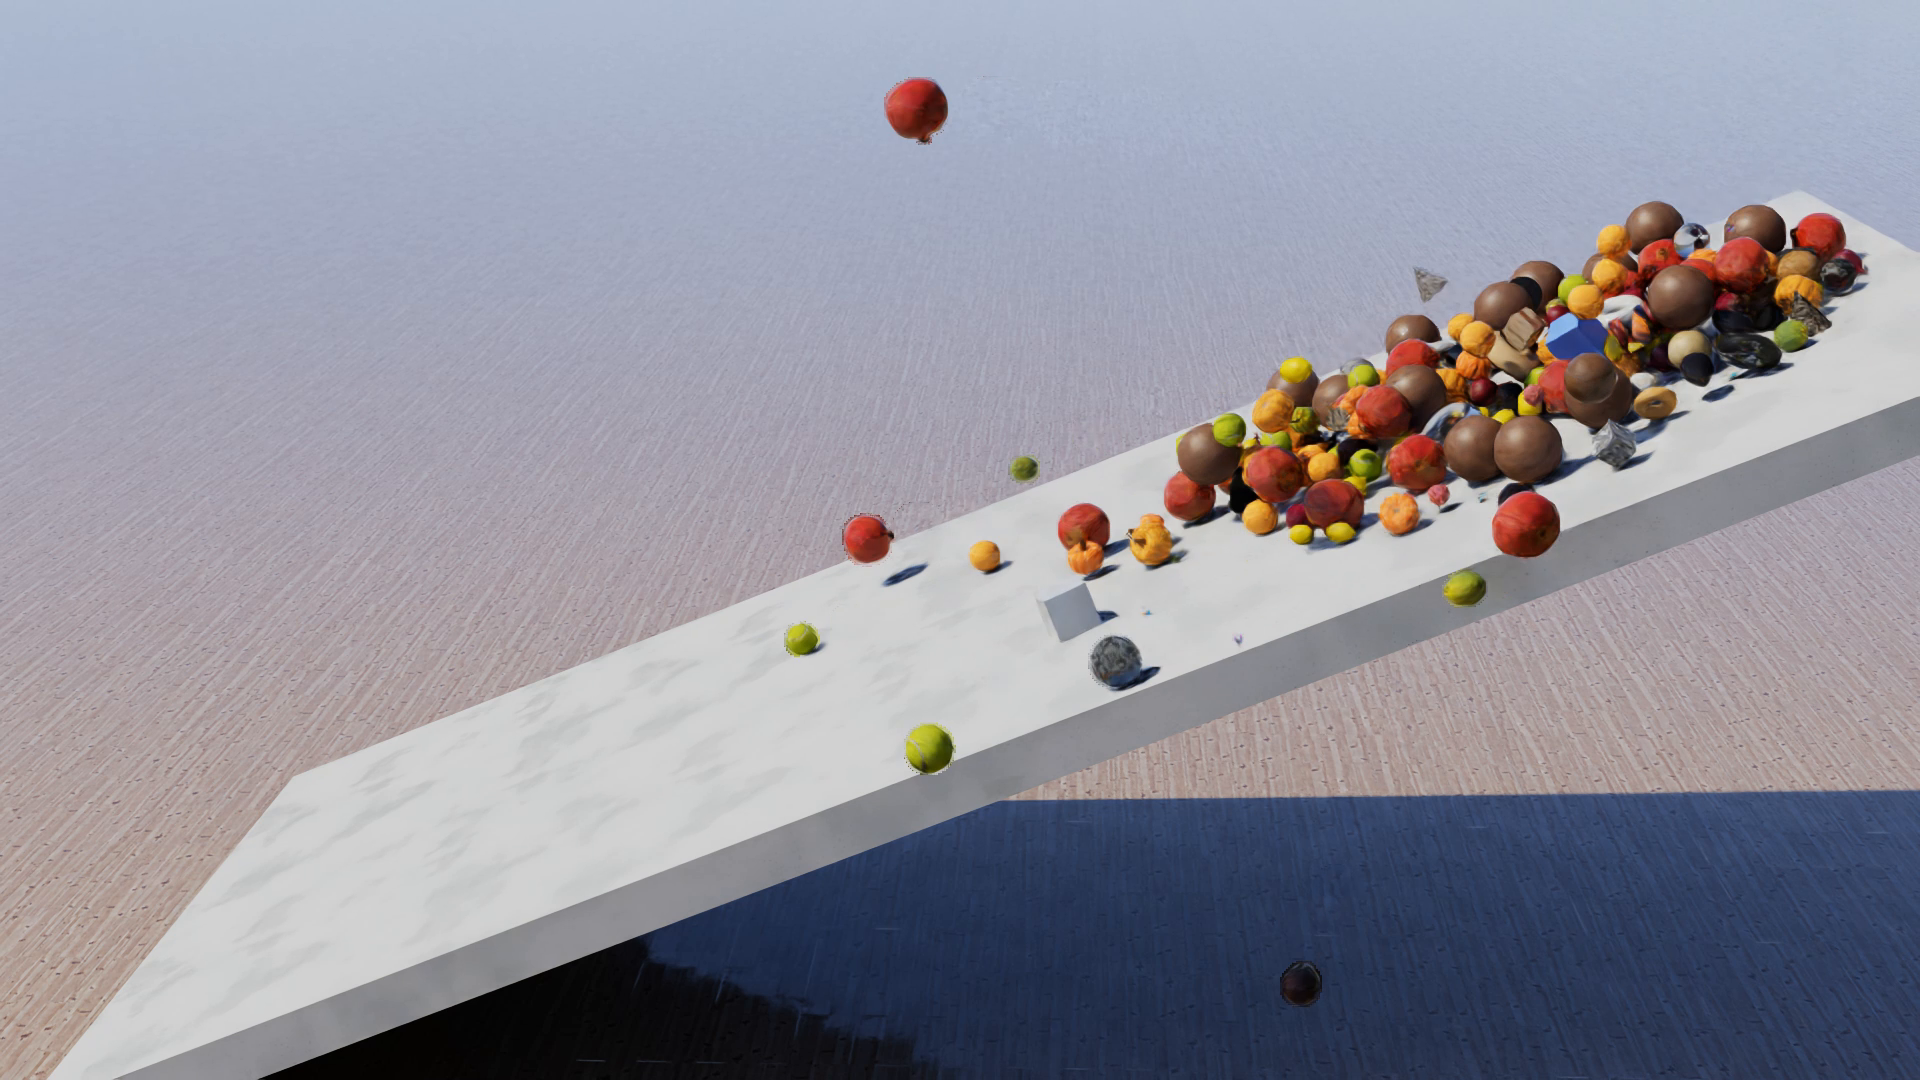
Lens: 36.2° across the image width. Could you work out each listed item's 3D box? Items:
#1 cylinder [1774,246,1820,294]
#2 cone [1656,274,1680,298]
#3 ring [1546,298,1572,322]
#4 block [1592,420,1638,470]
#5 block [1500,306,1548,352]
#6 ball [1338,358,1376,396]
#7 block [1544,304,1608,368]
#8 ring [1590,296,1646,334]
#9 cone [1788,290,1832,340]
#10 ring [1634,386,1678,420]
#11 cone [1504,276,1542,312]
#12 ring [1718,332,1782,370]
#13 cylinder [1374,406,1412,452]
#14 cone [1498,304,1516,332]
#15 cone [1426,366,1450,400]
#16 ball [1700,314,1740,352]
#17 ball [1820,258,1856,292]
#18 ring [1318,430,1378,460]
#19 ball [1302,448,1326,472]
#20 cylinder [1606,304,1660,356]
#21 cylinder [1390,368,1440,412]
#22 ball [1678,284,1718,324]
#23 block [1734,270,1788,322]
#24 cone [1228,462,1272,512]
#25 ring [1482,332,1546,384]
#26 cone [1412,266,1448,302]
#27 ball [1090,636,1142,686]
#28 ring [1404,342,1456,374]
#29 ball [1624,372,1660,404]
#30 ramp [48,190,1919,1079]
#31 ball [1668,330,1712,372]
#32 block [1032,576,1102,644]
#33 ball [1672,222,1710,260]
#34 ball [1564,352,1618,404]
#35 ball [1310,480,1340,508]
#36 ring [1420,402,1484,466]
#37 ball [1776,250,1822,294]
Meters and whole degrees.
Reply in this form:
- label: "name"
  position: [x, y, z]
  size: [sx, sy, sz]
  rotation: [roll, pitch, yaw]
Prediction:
- label: "cylinder"
  position: [1.726, -0.556, 6.063]
  size: [0.080, 0.080, 0.080]
  rotation: [-12, 13, 3]
- label: "cone"
  position: [1.567, -0.542, 6.449]
  size: [0.058, 0.058, 0.058]
  rotation: [-6, 32, -24]
- label: "ring"
  position: [1.306, -0.456, 6.294]
  size: [0.047, 0.141, 0.141]
  rotation: [-38, 4, 17]
- label: "block"
  position: [1.197, -0.175, 5.380]
  size: [0.054, 0.054, 0.054]
  rotation: [24, 37, -16]
- label: "block"
  position: [1.165, -0.435, 6.077]
  size: [0.057, 0.057, 0.057]
  rotation: [-30, 65, -38]
- label: "ball"
  position: [0.915, -0.376, 6.768]
  size: [0.088, 0.088, 0.088]
  rotation: [0, 14, 0]
- label: "block"
  position: [1.240, -0.405, 5.915]
  size: [0.082, 0.082, 0.082]
  rotation: [-32, 21, 38]
- label: "ring"
  position: [1.343, -0.461, 6.024]
  size: [0.127, 0.042, 0.127]
  rotation: [-20, 21, 8]
- label: "cone"
  position: [1.648, -0.449, 5.753]
  size: [0.090, 0.090, 0.090]
  rotation: [-22, 12, 5]
- label: "ring"
  position: [1.316, -0.259, 5.564]
  size: [0.081, 0.081, 0.027]
  rotation: [0, 50, -1]
- label: "cone"
  position: [1.217, -0.525, 6.356]
  size: [0.082, 0.082, 0.082]
  rotation: [3, 0, 11]
- label: "ring"
  position: [1.504, -0.359, 5.605]
  size: [0.122, 0.041, 0.122]
  rotation: [16, -14, 4]
- label: "cylinder"
  position: [0.910, -0.234, 6.184]
  size: [0.068, 0.068, 0.068]
  rotation: [5, 36, 21]
- label: "cone"
  position: [1.301, -0.505, 6.731]
  size: [0.100, 0.100, 0.100]
  rotation: [24, 26, 36]
- label: "cone"
  position: [1.044, -0.335, 6.435]
  size: [0.068, 0.068, 0.068]
  rotation: [-8, -21, -3]
- label: "ball"
  position: [1.518, -0.415, 5.876]
  size: [0.075, 0.075, 0.075]
  rotation: [0, 14, 0]
- label: "ball"
  position: [1.767, -0.533, 5.921]
  size: [0.070, 0.070, 0.070]
  rotation: [0, 14, 0]
- label: "ring"
  position: [0.815, -0.200, 6.181]
  size: [0.124, 0.041, 0.124]
  rotation: [10, -9, 2]
- label: "ball"
  position: [0.756, -0.172, 6.268]
  size: [0.051, 0.051, 0.051]
  rotation: [0, 14, 0]
- label: "cylinder"
  position: [1.328, -0.415, 5.799]
  size: [0.076, 0.076, 0.076]
  rotation: [-30, -2, -1]
- label: "cylinder"
  position: [0.991, -0.323, 6.398]
  size: [0.082, 0.082, 0.082]
  rotation: [-15, 5, 31]
- label: "ball"
  position: [1.529, -0.487, 6.093]
  size: [0.082, 0.082, 0.082]
  rotation: [0, 14, 0]
- label: "block"
  position: [1.626, -0.496, 5.977]
  size: [0.068, 0.068, 0.068]
  rotation: [-30, 24, -1]
- label: "cone"
  position: [0.591, -0.126, 6.168]
  size: [0.098, 0.098, 0.098]
  rotation: [-21, 33, 14]
- label: "ring"
  position: [1.150, -0.378, 6.107]
  size: [0.149, 0.050, 0.149]
  rotation: [30, 21, -13]
- label: "cone"
  position: [1.080, -0.608, 6.847]
  size: [0.079, 0.079, 0.079]
  rotation: [-43, 9, 8]
- label: "ball"
  position: [0.283, 0.220, 5.338]
  size: [0.093, 0.093, 0.093]
  rotation: [0, 14, 0]
- label: "ring"
  position: [1.063, -0.408, 6.632]
  size: [0.131, 0.044, 0.131]
  rotation: [-13, -18, -4]
- label: "ball"
  position: [1.326, -0.293, 5.717]
  size: [0.067, 0.067, 0.067]
  rotation: [0, 14, 0]
- label: "ramp"
  position: [0.125, 0.173, 6.289]
  size: [4.000, 0.100, 2.000]
  rotation: [-21, 12, 7]
- label: "ball"
  position: [1.428, -0.370, 5.758]
  size: [0.084, 0.084, 0.084]
  rotation: [0, 14, 0]
- label: "block"
  position: [0.212, 0.137, 5.825]
  size: [0.092, 0.092, 0.092]
  rotation: [-25, 12, -9]
- label: "ball"
  position: [1.530, -0.624, 6.149]
  size: [0.078, 0.078, 0.078]
  rotation: [0, 14, 0]
- label: "ball"
  position: [1.177, -0.302, 5.488]
  size: [0.097, 0.097, 0.097]
  rotation: [0, 14, 0]
- label: "ball"
  position: [0.737, -0.093, 5.943]
  size: [0.059, 0.059, 0.059]
  rotation: [0, 14, 0]
- label: "ring"
  position: [0.988, -0.212, 5.912]
  size: [0.050, 0.149, 0.149]
  rotation: [38, -6, -29]
- label: "ball"
  position: [1.706, -0.545, 5.979]
  size: [0.090, 0.090, 0.090]
  rotation: [0, 14, 0]
